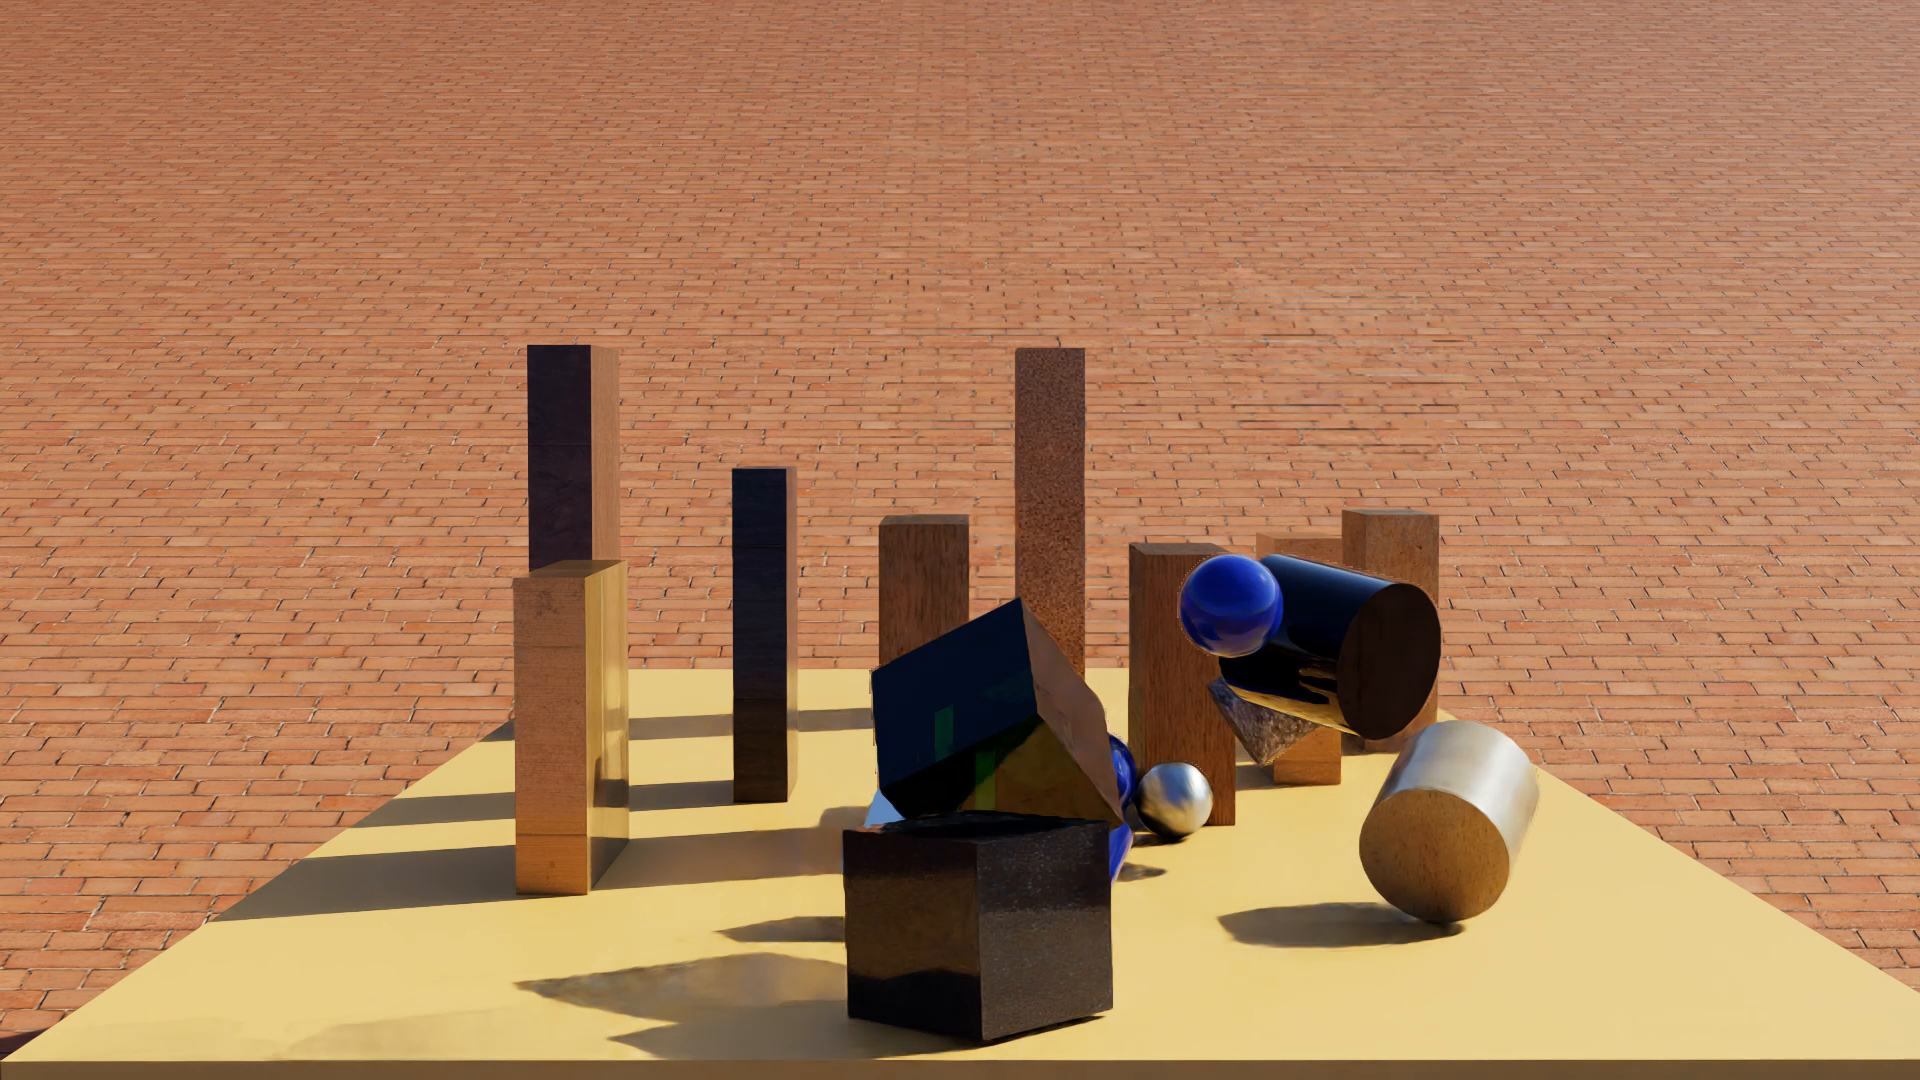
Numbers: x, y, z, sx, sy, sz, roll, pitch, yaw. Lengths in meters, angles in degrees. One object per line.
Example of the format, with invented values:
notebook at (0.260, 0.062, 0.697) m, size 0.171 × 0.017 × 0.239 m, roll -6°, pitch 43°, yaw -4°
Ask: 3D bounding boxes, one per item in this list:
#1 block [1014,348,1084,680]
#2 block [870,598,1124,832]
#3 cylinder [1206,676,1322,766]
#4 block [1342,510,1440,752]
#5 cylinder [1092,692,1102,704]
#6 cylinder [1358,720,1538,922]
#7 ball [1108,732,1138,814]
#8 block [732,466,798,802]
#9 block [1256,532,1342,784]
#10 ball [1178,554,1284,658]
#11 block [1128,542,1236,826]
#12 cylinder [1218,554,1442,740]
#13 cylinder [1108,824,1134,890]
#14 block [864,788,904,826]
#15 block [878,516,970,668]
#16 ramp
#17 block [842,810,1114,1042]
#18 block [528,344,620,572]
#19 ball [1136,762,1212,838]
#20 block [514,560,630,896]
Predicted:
block at (0.193, -0.022, 5.602) m, size 0.139 × 0.784 × 0.350 m, roll 0°, pitch 3°, yaw 0°
block at (0.041, 0.240, 2.982) m, size 0.204 × 0.204 × 0.204 m, roll -27°, pitch 35°, yaw 15°
cylinder at (0.449, 0.228, 3.687) m, size 0.138 × 0.138 × 0.138 m, roll -33°, pitch 27°, yaw -1°
block at (0.840, 0.170, 5.047) m, size 0.138 × 0.451 × 0.310 m, roll 0°, pitch 3°, yaw 0°
cylinder at (0.125, 0.311, 3.739) m, size 0.162 × 0.162 × 0.162 m, roll 0°, pitch 36°, yaw 0°
cylinder at (0.623, 0.356, 3.274) m, size 0.189 × 0.189 × 0.189 m, roll 9°, pitch 26°, yaw 20°
ball at (0.195, 0.368, 3.972) m, size 0.157 × 0.157 × 0.157 m, roll 0°, pitch 22°, yaw 0°
block at (-0.330, 0.152, 4.378) m, size 0.089 × 0.551 × 0.283 m, roll 0°, pitch 3°, yaw 0°
block at (0.601, 0.204, 4.578) m, size 0.117 × 0.426 × 0.271 m, roll 0°, pitch 3°, yaw 0°
ball at (0.293, 0.071, 2.783) m, size 0.113 × 0.113 × 0.113 m, roll 0°, pitch 22°, yaw 0°
block at (0.358, 0.225, 4.190) m, size 0.141 × 0.422 × 0.392 m, roll 0°, pitch 3°, yaw 0°
cylinder at (0.417, 0.118, 2.908) m, size 0.178 × 0.178 × 0.178 m, roll -18°, pitch 22°, yaw -37°
cylinder at (0.126, 0.394, 3.121) m, size 0.129 × 0.129 × 0.129 m, roll 12°, pitch 60°, yaw 27°
block at (-0.067, 0.397, 3.227) m, size 0.110 × 0.110 × 0.110 m, roll 12°, pitch 30°, yaw 5°
block at (-0.051, 0.211, 3.836) m, size 0.129 × 0.483 × 0.384 m, roll 0°, pitch 3°, yaw 0°
ramp at (0.052, 0.470, 4.535) m, size 2.000 × 0.100 × 4.000 m, roll 0°, pitch 3°, yaw 0°
block at (0.019, 0.400, 2.716) m, size 0.199 × 0.199 × 0.199 m, roll -1°, pitch 1°, yaw 45°
block at (-0.795, -0.007, 5.332) m, size 0.126 × 0.781 × 0.431 m, roll 0°, pitch 3°, yaw 0°
ball at (0.323, 0.392, 3.879) m, size 0.116 × 0.116 × 0.116 m, roll 0°, pitch 22°, yaw 0°
block at (-0.543, 0.251, 3.628) m, size 0.095 × 0.423 × 0.441 m, roll 0°, pitch 3°, yaw 0°
